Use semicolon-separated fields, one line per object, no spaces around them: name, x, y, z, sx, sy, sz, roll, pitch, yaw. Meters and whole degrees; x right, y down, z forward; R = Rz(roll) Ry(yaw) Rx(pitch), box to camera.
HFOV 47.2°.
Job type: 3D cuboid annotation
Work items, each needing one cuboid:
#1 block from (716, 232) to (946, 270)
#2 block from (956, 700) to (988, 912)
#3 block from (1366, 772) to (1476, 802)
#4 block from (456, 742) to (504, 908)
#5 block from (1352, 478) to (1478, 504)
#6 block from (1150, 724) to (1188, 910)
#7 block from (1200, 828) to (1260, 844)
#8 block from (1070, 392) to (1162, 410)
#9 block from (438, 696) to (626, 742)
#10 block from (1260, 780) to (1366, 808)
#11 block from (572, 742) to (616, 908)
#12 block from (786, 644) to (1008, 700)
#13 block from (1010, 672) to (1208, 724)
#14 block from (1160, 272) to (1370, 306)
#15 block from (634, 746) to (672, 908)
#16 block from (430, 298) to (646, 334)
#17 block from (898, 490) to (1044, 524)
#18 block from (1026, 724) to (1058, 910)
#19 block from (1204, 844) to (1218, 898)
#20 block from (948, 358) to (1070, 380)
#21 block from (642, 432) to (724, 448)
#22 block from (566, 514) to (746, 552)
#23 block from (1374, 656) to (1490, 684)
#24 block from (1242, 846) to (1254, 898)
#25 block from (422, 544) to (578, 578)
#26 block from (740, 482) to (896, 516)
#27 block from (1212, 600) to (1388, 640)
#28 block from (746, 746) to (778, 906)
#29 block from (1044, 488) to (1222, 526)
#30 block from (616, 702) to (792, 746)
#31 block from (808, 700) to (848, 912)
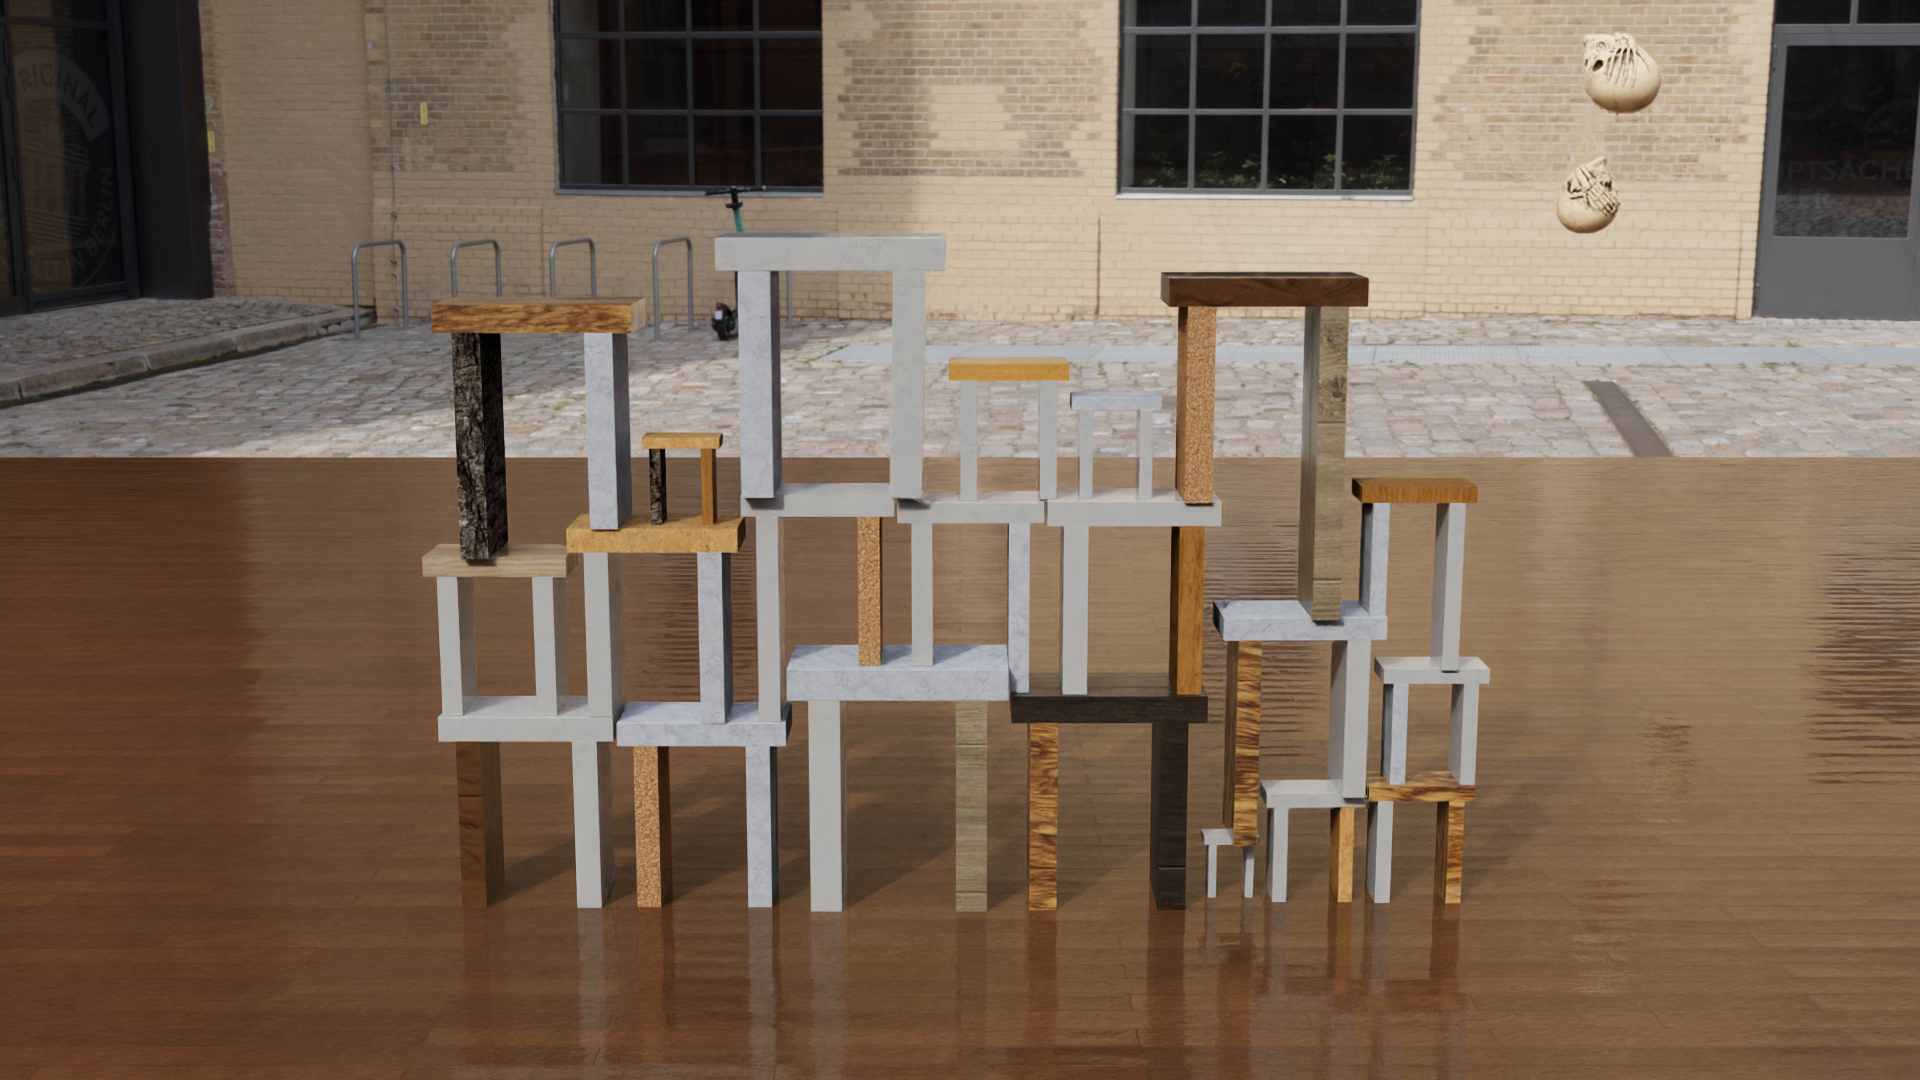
block;-0.200;-0.457;3.479;0.356;0.050;0.178;0;11;0
block;0.019;0.415;3.640;0.050;0.355;0.177;0;11;0
block;0.754;0.407;3.632;0.175;0.025;0.087;0;11;0
block;-0.794;0.451;3.645;0.040;0.282;0.141;0;11;0
block;0.731;-0.080;3.543;0.184;0.026;0.092;0;11;0
block;0.345;0.435;3.640;0.045;0.315;0.157;0;11;0
block;0.449;0.493;3.653;0.092;0.013;0.046;0;11;-1
block;0.248;-0.222;3.515;0.142;0.020;0.071;0;11;0
block;-0.700;0.293;3.615;0.282;0.040;0.141;0;11;0
block;0.582;0.419;3.637;0.162;0.023;0.081;0;11;-1
block;-0.606;0.451;3.645;0.040;0.282;0.141;0;11;0
block;-0.100;0.216;3.602;0.355;0.050;0.177;0;11;0
block;0.240;0.258;3.608;0.315;0.045;0.158;0;11;0
block;0.479;-0.398;3.483;0.309;0.044;0.154;0;11;0
block;-0.509;0.455;3.647;0.039;0.273;0.136;0;11;0
block;-0.667;-0.358;3.496;0.311;0.044;0.155;0;11;0
block;0.017;-0.053;3.549;0.233;0.033;0.117;0;11;0
block;0.135;0.435;3.640;0.045;0.315;0.158;0;11;0
block;0.418;0.544;3.664;0.013;0.092;0.046;0;11;0
block;0.078;-0.274;3.513;0.190;0.027;0.095;0;11;0
block;-0.445;-0.159;3.526;0.123;0.017;0.062;0;11;0
block;-0.489;-0.011;3.557;0.271;0.038;0.135;0;11;0
block;0.772;0.213;3.604;0.171;0.024;0.086;0;11;0
block;0.480;0.544;3.664;0.013;0.092;0.046;0;11;0
block;-0.744;0.033;3.566;0.229;0.032;0.114;0;11;0
block;-0.226;-0.065;3.550;0.244;0.035;0.122;0;11;0
block;0.552;0.131;3.586;0.263;0.037;0.131;0;11;-1
block;-0.327;0.455;3.648;0.039;0.273;0.136;0;10;0
block;0.276;-0.053;3.549;0.275;0.039;0.138;0;11;0
block;-0.418;0.302;3.619;0.273;0.039;0.136;0;11;0
block;-0.218;0.415;3.640;0.050;0.355;0.177;0;11;0
